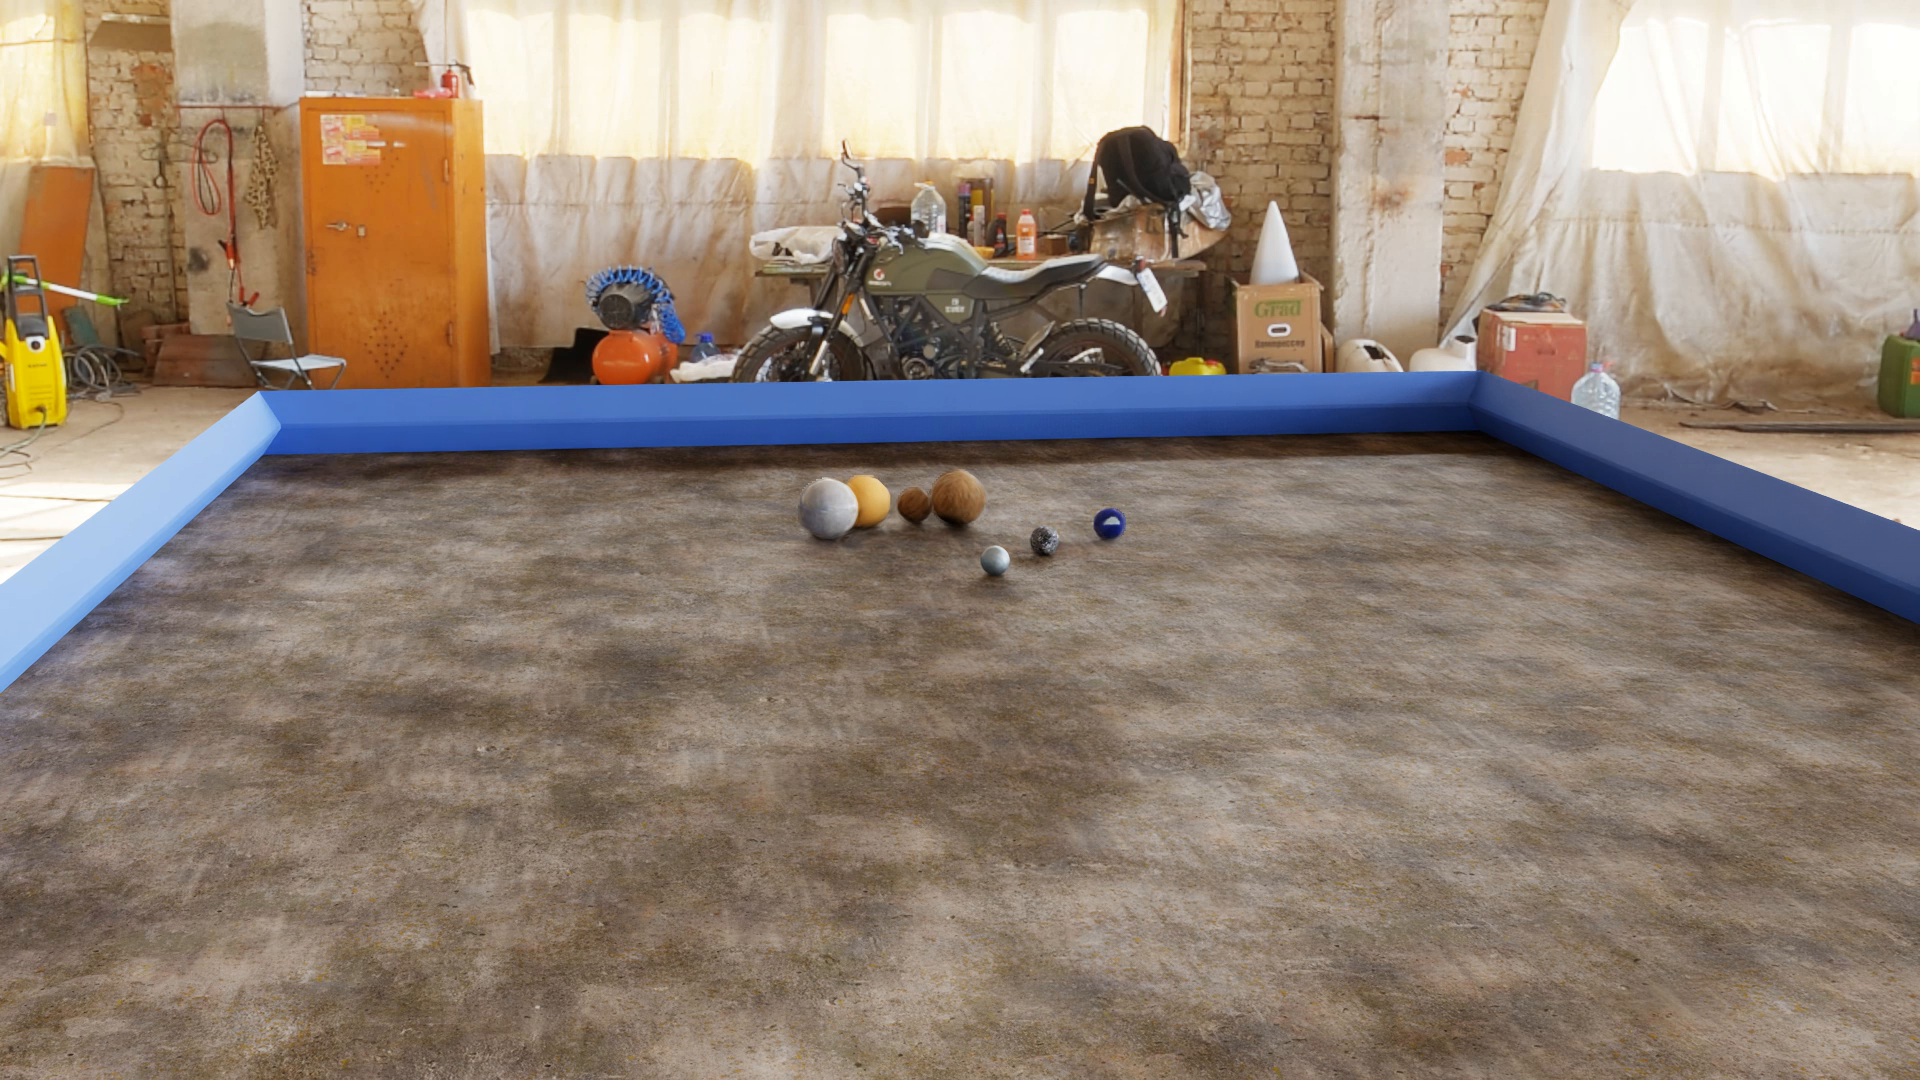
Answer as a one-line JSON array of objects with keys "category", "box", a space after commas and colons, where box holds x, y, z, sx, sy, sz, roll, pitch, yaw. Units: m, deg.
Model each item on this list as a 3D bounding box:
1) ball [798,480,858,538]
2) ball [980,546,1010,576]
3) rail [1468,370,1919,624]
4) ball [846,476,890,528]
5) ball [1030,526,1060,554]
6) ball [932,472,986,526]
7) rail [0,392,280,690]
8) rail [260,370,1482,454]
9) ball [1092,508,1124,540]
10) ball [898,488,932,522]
[{"category": "ball", "box": [-0.199, -0.047, 3.326, 0.090, 0.090, 0.090, 0, 12, 0]}, {"category": "ball", "box": [0.049, 0.029, 3.086, 0.041, 0.041, 0.041, 0, 12, 0]}, {"category": "rail", "box": [1.270, 0.157, 2.287, 0.045, 0.117, 4.233, -1, 12, -7]}, {"category": "ball", "box": [-0.147, -0.059, 3.407, 0.080, 0.080, 0.080, 0, 12, 0]}, {"category": "ball", "box": [0.124, 0.000, 3.217, 0.043, 0.043, 0.043, 0, 12, 0]}, {"category": "ball", "box": [-0.002, -0.065, 3.428, 0.084, 0.084, 0.084, 0, 12, 0]}, {"category": "rail", "box": [-1.007, 0.216, 2.008, 0.045, 0.117, 4.233, -1, 12, -7]}, {"category": "rail", "box": [-0.128, -0.241, 4.180, 2.342, 0.117, 0.045, -1, 12, -7]}, {"category": "ball", "box": [0.224, -0.025, 3.325, 0.047, 0.047, 0.047, 0, 12, 0]}, {"category": "ball", "box": [-0.070, -0.054, 3.450, 0.053, 0.053, 0.053, 0, 12, 0]}]
